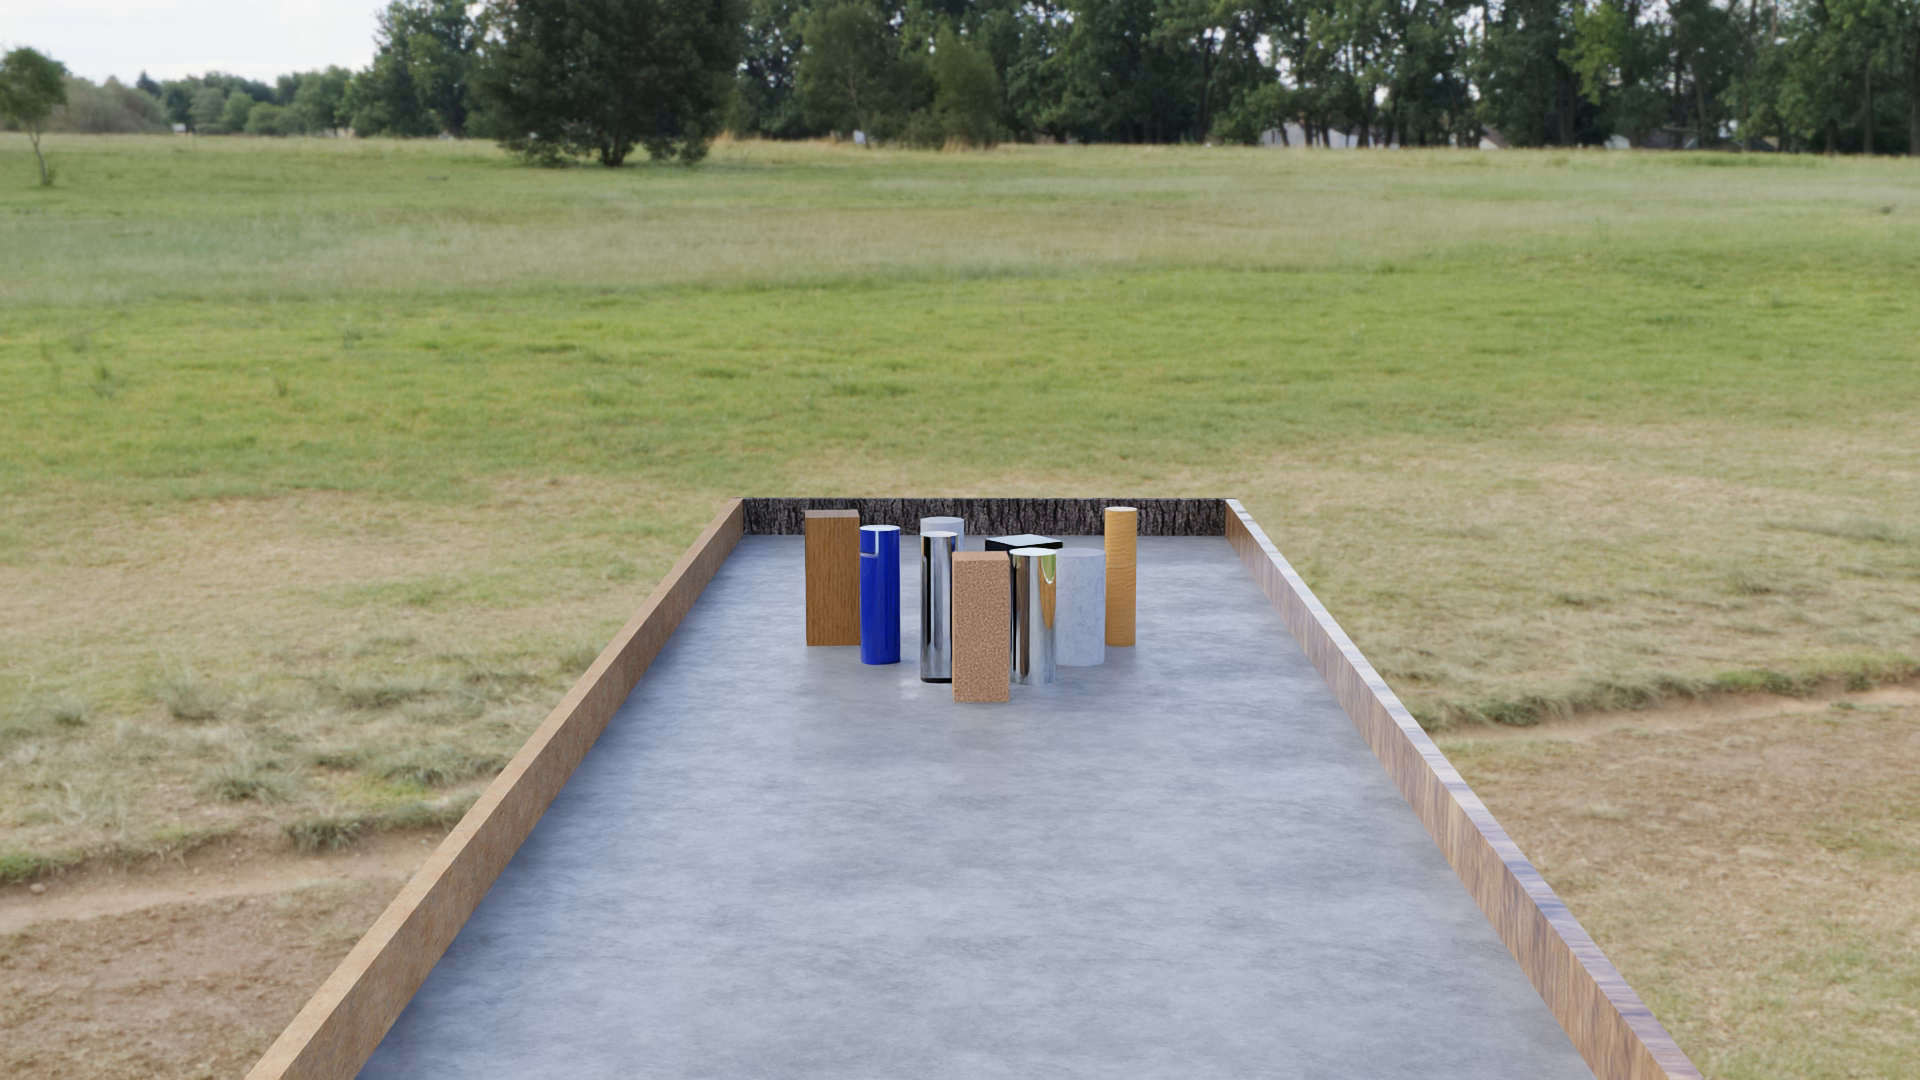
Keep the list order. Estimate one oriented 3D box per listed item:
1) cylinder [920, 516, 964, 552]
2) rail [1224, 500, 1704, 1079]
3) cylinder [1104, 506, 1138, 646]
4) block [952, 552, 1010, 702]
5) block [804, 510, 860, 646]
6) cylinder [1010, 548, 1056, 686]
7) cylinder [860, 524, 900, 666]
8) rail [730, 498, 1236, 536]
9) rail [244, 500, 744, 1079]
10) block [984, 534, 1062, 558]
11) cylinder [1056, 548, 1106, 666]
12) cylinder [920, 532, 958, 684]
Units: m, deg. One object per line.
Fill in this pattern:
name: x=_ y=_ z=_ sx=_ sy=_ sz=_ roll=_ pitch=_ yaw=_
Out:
cylinder: x=-0.055 y=0.132 z=6.917 sx=0.136 sy=0.395 sz=0.136 roll=0 pitch=9 yaw=0
rail: x=1.046 y=0.843 z=3.208 sx=0.050 sy=0.150 sz=12.000 roll=0 pitch=9 yaw=1
cylinder: x=0.504 y=0.115 z=6.913 sx=0.101 sy=0.429 sz=0.101 roll=0 pitch=9 yaw=0
block: x=0.058 y=0.243 z=6.193 sx=0.153 sy=0.402 sz=0.153 roll=0 pitch=9 yaw=-3
block: x=-0.404 y=0.118 z=6.963 sx=0.168 sy=0.408 sz=0.168 roll=-1 pitch=9 yaw=-5
cylinder: x=0.212 y=0.222 z=6.397 sx=0.137 sy=0.380 sz=0.137 roll=0 pitch=9 yaw=0
cylinder: x=-0.241 y=0.166 z=6.656 sx=0.122 sy=0.409 sz=0.122 roll=0 pitch=9 yaw=0
rail: x=0.099 y=-0.098 z=9.147 sx=2.100 sy=0.150 sz=0.050 roll=0 pitch=9 yaw=1
rail: x=-1.004 y=0.839 z=3.234 sx=0.050 sy=0.150 sz=12.000 roll=0 pitch=9 yaw=1
block: x=0.200 y=0.163 z=6.930 sx=0.175 sy=0.330 sz=0.175 roll=-6 pitch=11 yaw=-33
cylinder: x=0.357 y=0.201 z=6.671 sx=0.169 sy=0.334 sz=0.169 roll=0 pitch=9 yaw=0
cylinder: x=-0.061 y=0.196 z=6.400 sx=0.108 sy=0.431 sz=0.108 roll=0 pitch=9 yaw=0
